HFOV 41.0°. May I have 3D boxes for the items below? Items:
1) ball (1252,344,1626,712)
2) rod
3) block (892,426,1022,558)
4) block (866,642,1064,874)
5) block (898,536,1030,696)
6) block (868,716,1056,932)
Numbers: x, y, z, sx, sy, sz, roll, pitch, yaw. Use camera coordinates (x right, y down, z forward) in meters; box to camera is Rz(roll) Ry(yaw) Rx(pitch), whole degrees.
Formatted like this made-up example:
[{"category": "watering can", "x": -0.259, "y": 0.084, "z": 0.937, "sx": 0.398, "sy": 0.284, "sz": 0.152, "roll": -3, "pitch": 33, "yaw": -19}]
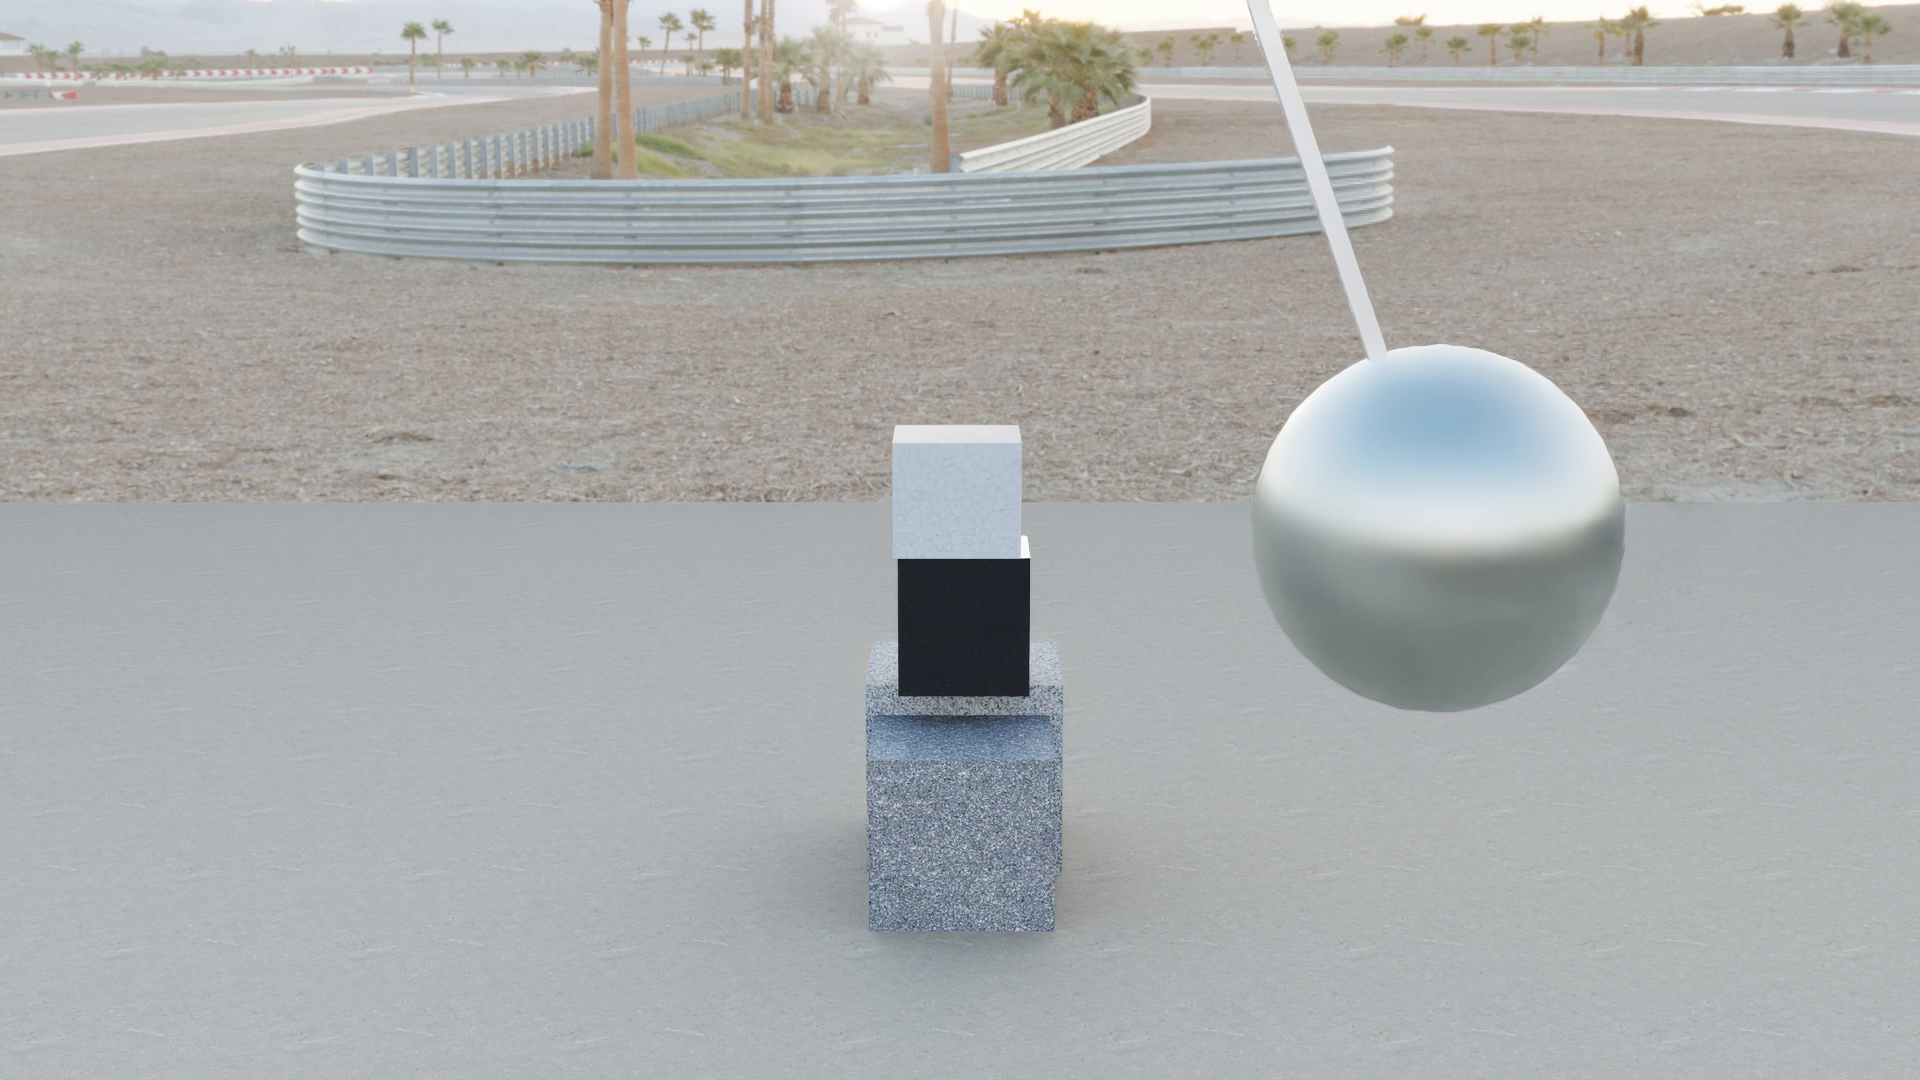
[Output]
[{"category": "ball", "x": 2.074, "y": -0.049, "z": 11.171, "sx": 1.600, "sy": 1.600, "sz": 1.600, "roll": 0, "pitch": 10, "yaw": 0}, {"category": "rod", "x": 0.899, "y": -3.188, "z": 10.601, "sx": 0.080, "sy": 5.200, "sz": 0.080, "roll": -20, "pitch": 10, "yaw": 4}, {"category": "block", "x": -0.013, "y": -0.215, "z": 11.141, "sx": 0.546, "sy": 0.496, "sz": 0.553, "roll": 0, "pitch": 10, "yaw": 0}, {"category": "block", "x": 0.019, "y": 0.983, "z": 11.747, "sx": 0.865, "sy": 0.863, "sz": 0.878, "roll": 0, "pitch": 10, "yaw": 0}, {"category": "block", "x": 0.017, "y": 0.328, "z": 11.240, "sx": 0.565, "sy": 0.608, "sz": 0.524, "roll": 0, "pitch": 10, "yaw": 0}, {"category": "block", "x": 0.007, "y": 1.195, "z": 10.946, "sx": 0.768, "sy": 0.731, "sz": 0.754, "roll": 0, "pitch": 10, "yaw": 0}]
